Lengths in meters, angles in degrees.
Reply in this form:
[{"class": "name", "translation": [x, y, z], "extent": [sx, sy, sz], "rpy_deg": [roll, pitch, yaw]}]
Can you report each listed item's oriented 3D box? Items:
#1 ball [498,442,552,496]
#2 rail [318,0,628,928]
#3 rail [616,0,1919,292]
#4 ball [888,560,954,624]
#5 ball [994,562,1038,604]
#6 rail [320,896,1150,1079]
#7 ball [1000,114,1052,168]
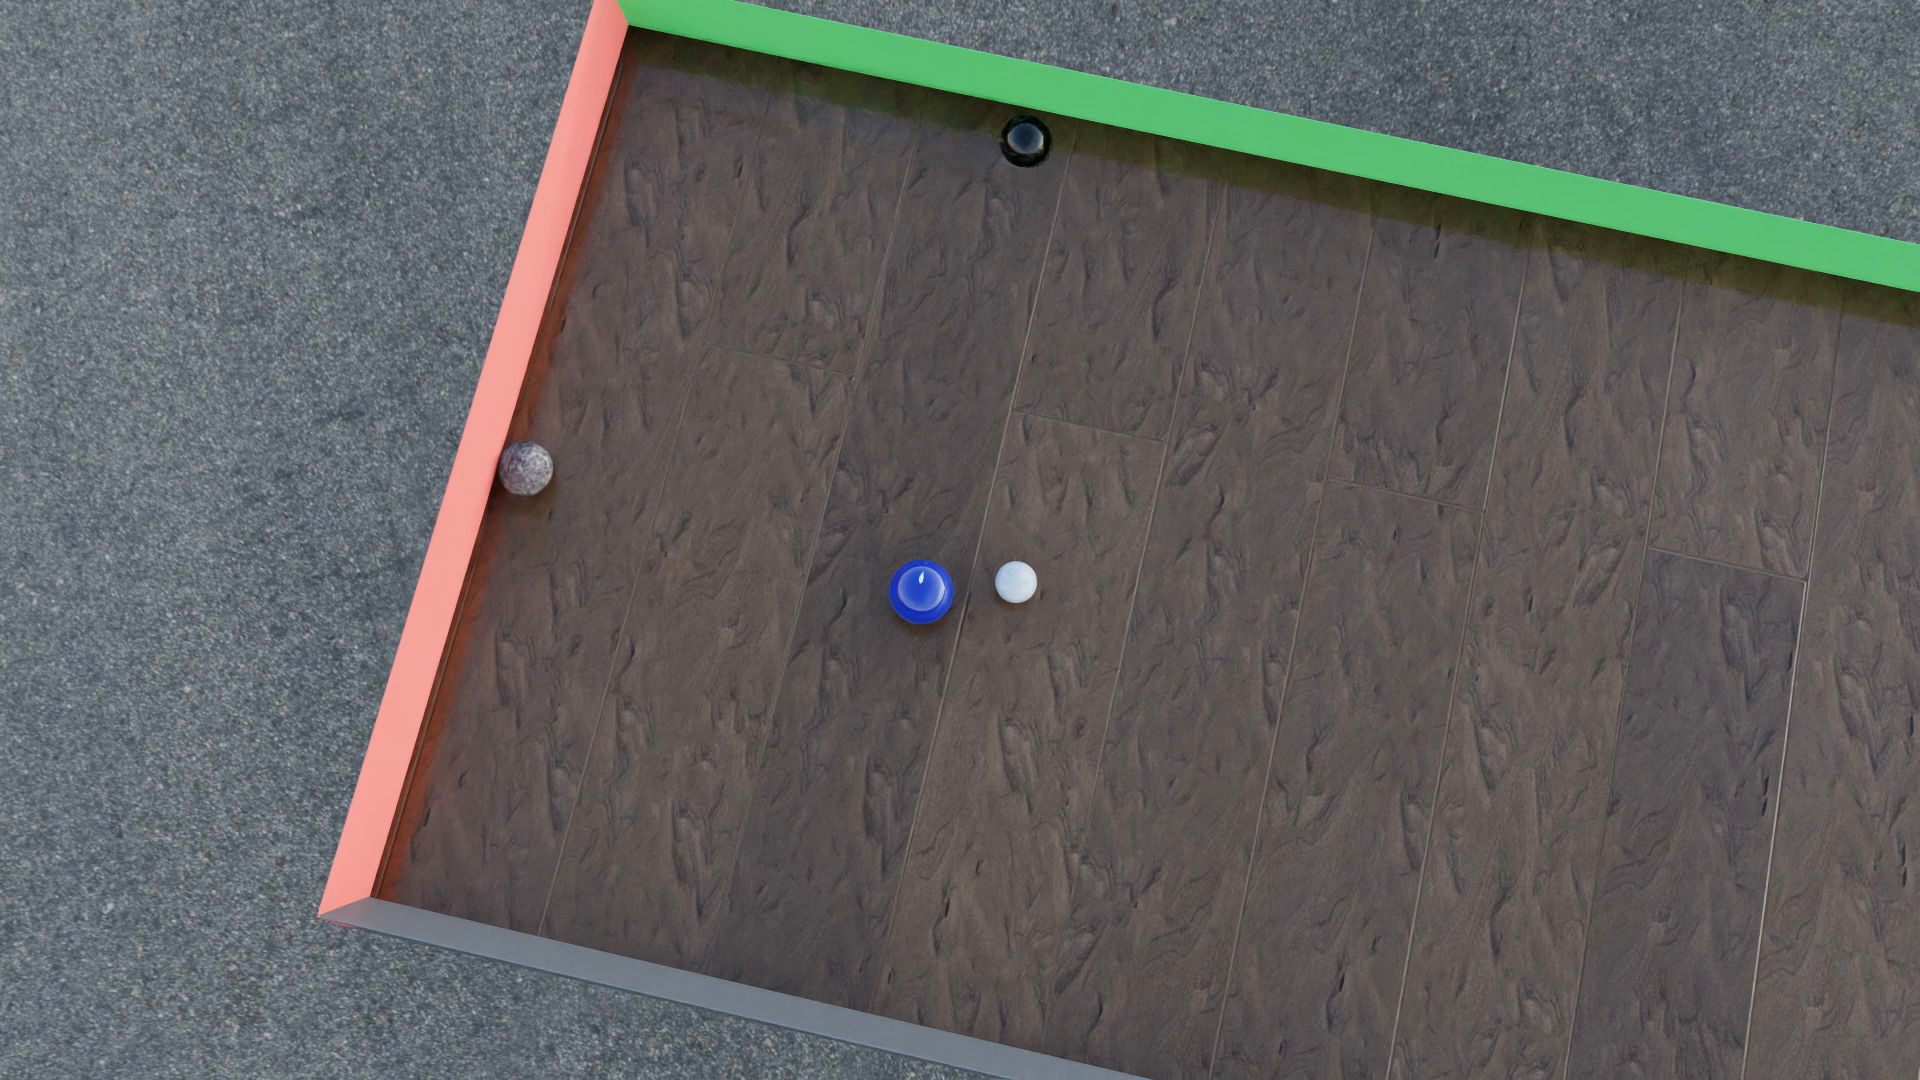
[{"class": "ball", "translation": [-0.668, -0.109, 3.378], "extent": [0.083, 0.083, 0.083], "rpy_deg": [0, 75, 0]}, {"class": "rail", "translation": [-0.718, -0.164, 3.369], "extent": [0.045, 0.128, 1.529], "rpy_deg": [12, 75, 3]}, {"class": "rail", "translation": [0.905, -0.540, 3.473], "extent": [3.039, 0.128, 0.045], "rpy_deg": [12, 75, 3]}, {"class": "ball", "translation": [-0.059, 0.078, 3.318], "extent": [0.099, 0.099, 0.099], "rpy_deg": [0, 75, 0]}, {"class": "ball", "translation": [0.085, 0.064, 3.340], "extent": [0.064, 0.064, 0.064], "rpy_deg": [0, 75, 0]}, {"class": "rail", "translation": [0.576, 0.853, 3.088], "extent": [3.039, 0.128, 0.045], "rpy_deg": [12, 75, 3]}, {"class": "ball", "translation": [0.105, -0.639, 3.524], "extent": [0.083, 0.083, 0.083], "rpy_deg": [0, 75, 0]}]
